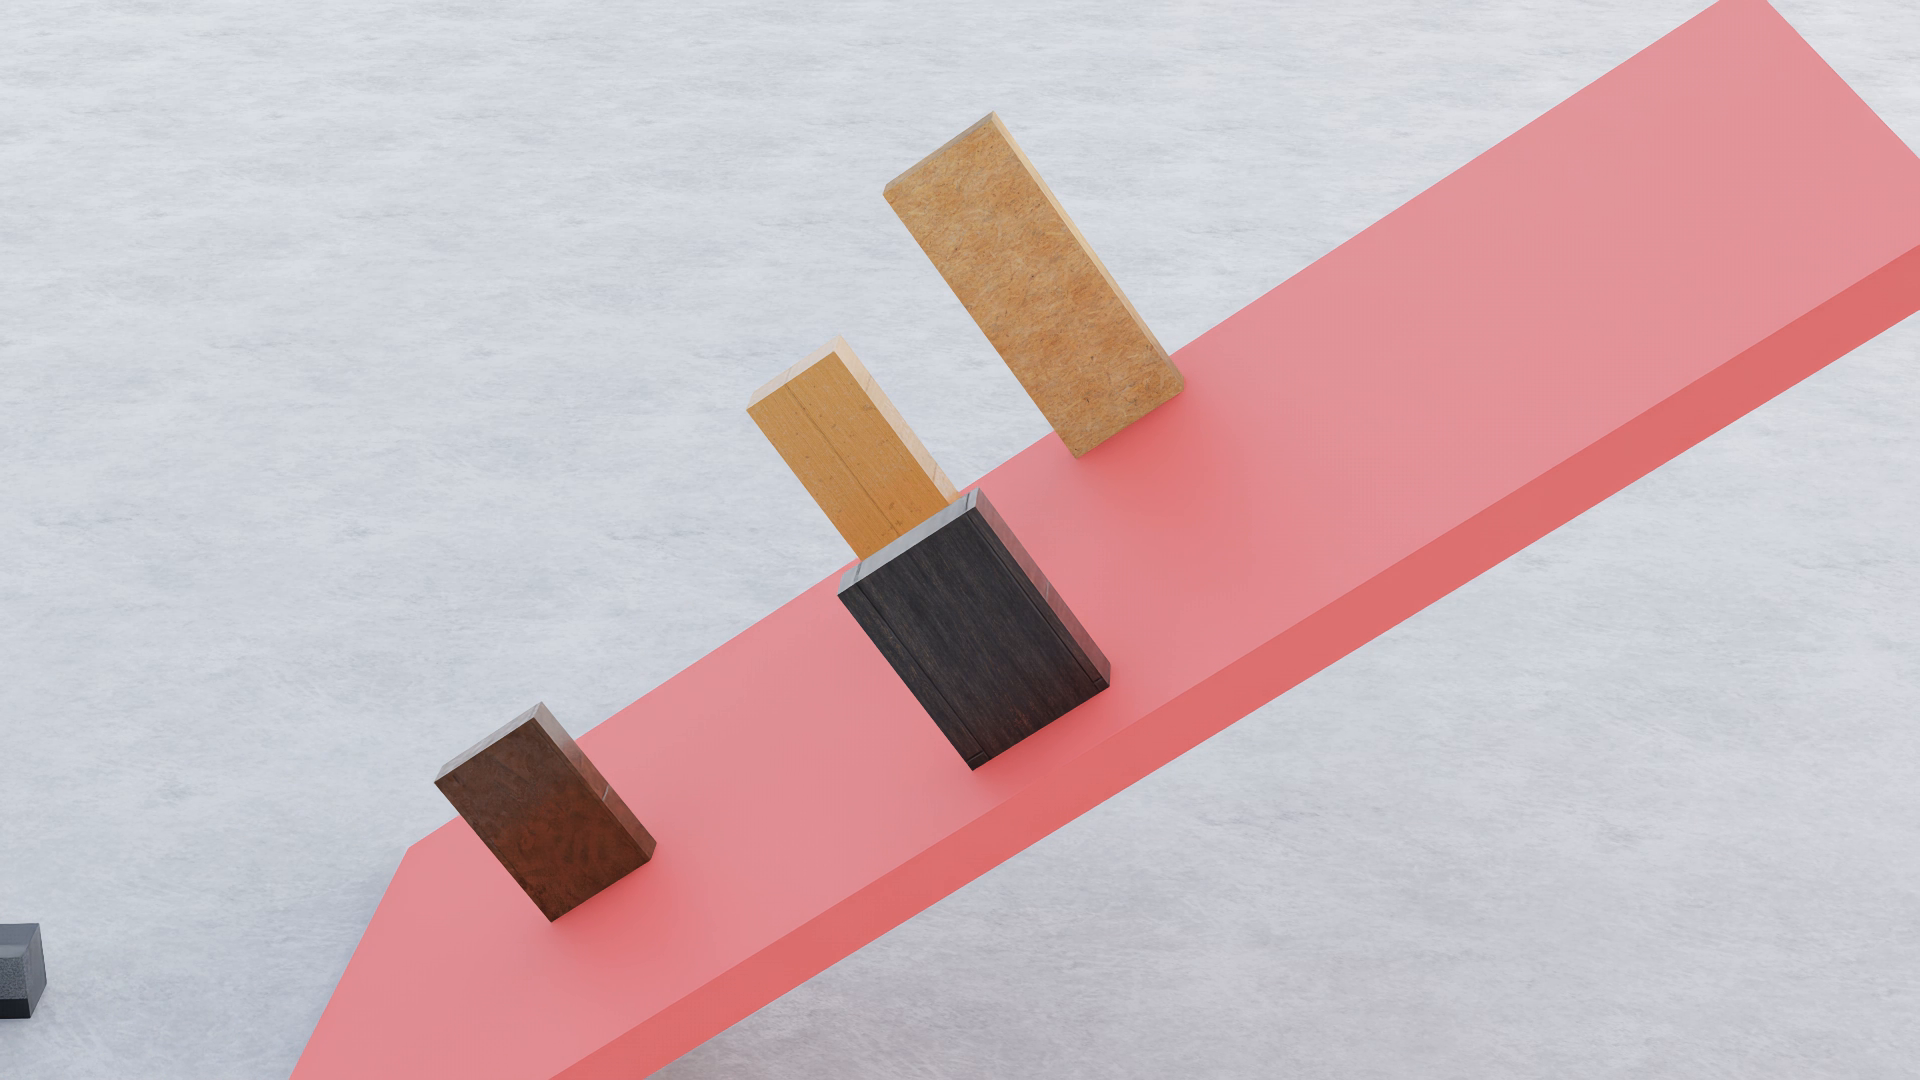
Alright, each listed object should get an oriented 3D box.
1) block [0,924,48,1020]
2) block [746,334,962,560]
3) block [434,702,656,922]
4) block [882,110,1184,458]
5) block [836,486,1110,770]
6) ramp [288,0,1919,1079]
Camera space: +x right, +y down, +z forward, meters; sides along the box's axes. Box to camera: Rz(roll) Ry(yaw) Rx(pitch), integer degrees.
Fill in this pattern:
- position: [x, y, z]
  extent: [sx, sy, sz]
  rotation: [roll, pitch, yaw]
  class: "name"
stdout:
- position: [-2.332, 1.047, 7.144]
  extent: [0.168, 0.168, 0.168]
  rotation: [-1, 22, -3]
  class: "block"
- position: [-0.183, -0.126, 6.505]
  extent: [0.240, 0.627, 0.123]
  rotation: [-33, 16, 15]
  class: "block"
- position: [-0.899, 0.593, 6.391]
  extent: [0.279, 0.410, 0.082]
  rotation: [-33, 16, 15]
  class: "block"
- position: [0.174, -0.582, 6.782]
  extent: [0.304, 0.772, 0.094]
  rotation: [-33, 16, 15]
  class: "block"
- position: [0.029, 0.169, 5.539]
  extent: [0.316, 0.436, 0.105]
  rotation: [-33, 16, 15]
  class: "block"
- position: [0.135, 0.175, 6.308]
  extent: [4.000, 0.100, 2.000]
  rotation: [-33, 16, 15]
  class: "ramp"
